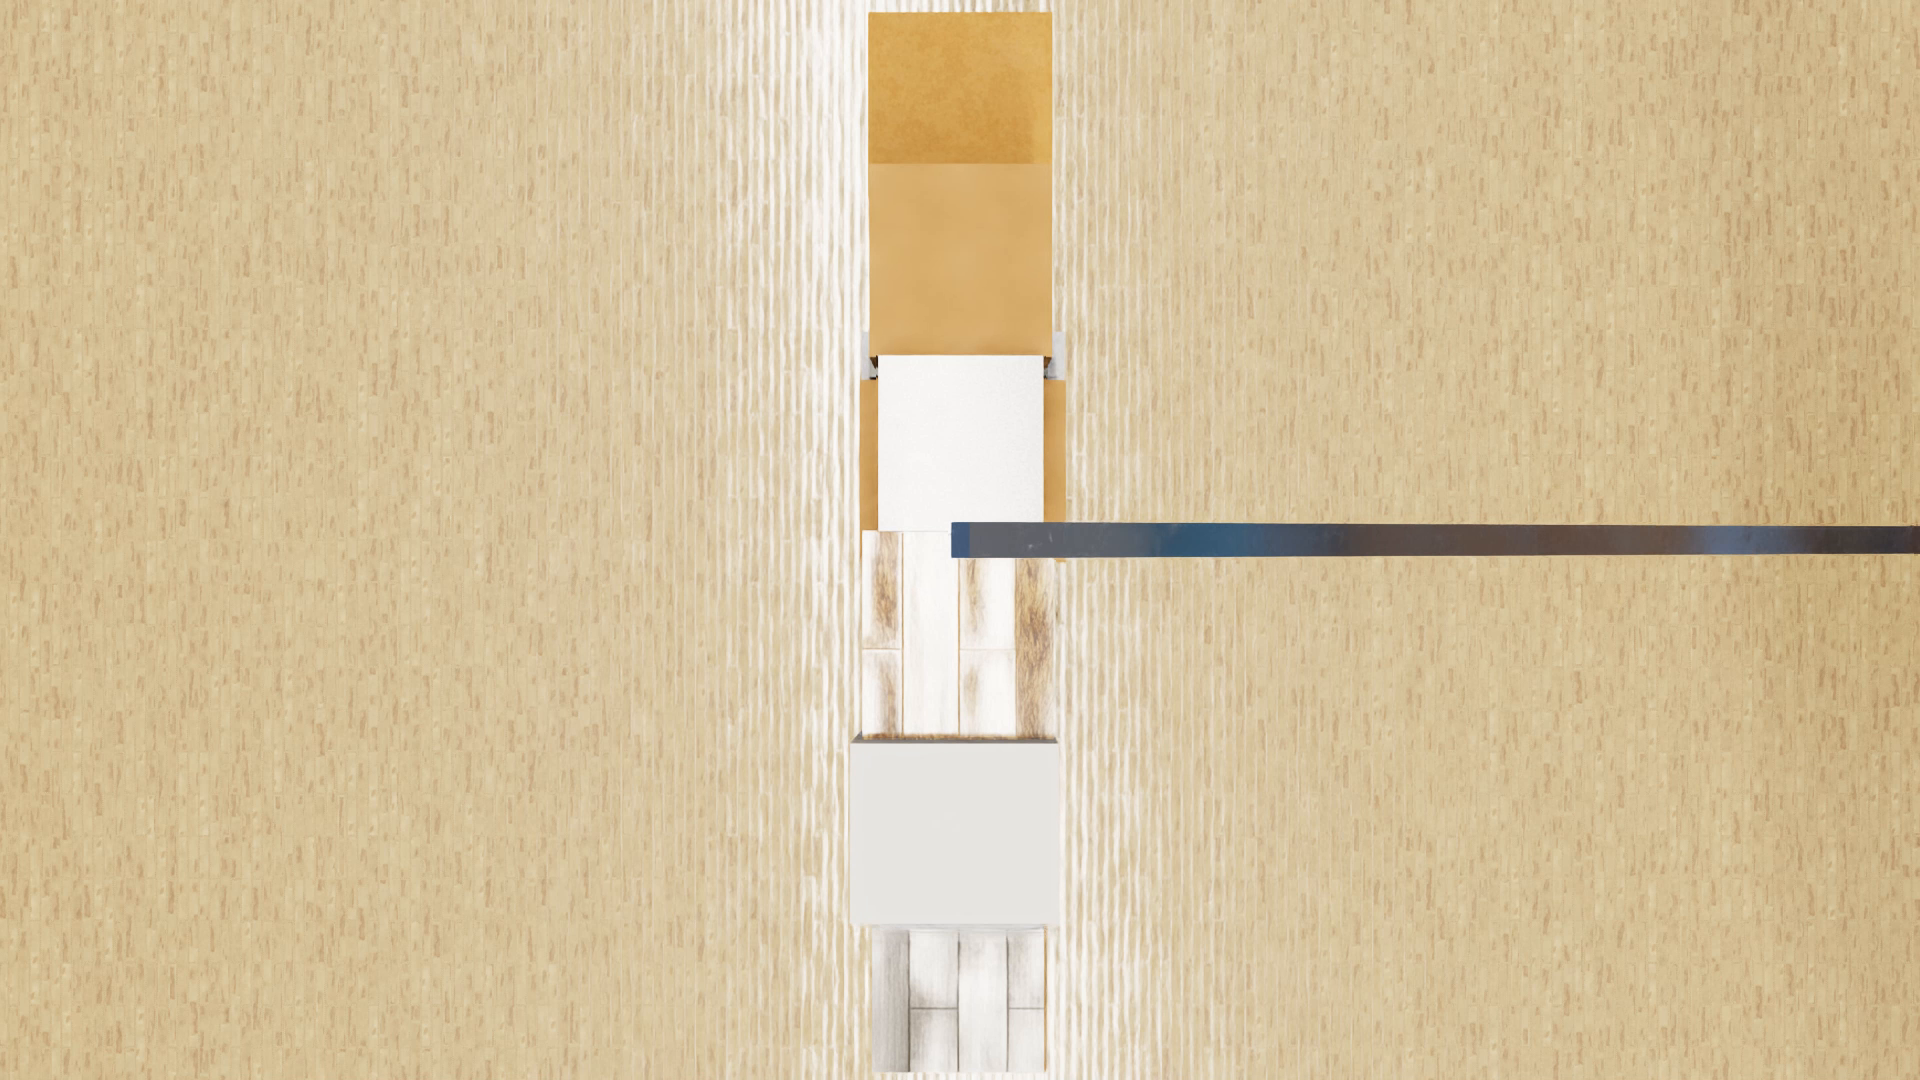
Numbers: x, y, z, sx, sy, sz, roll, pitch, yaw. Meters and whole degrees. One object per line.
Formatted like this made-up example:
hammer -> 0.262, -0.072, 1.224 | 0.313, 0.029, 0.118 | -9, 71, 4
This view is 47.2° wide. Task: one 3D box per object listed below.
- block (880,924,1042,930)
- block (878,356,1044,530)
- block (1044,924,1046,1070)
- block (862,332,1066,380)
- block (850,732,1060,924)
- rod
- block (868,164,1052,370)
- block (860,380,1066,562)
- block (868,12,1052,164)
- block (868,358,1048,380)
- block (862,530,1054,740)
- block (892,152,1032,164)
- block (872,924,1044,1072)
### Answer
block -> 0.008, 1.395, 10.774 | 0.760, 0.884, 0.912 | 0, 87, 0
block -> 0.004, -0.424, 10.091 | 0.724, 0.836, 0.772 | 0, 90, 0
block -> 0.006, 2.494, 12.546 | 0.945, 0.909, 0.833 | 0, 90, 0
block -> 0.017, -0.601, 12.536 | 1.118, 0.929, 1.086 | 0, 90, 0
block -> -0.020, 1.264, 9.854 | 0.891, 0.953, 0.764 | 0, 88, 0
rod -> 2.234, 0.000, 6.149 | 5.200, 0.080, 0.080 | 0, 90, -31
block -> 0.003, -1.247, 10.154 | 0.817, 0.711, 0.861 | 0, 90, 0
block -> 0.014, -0.350, 11.643 | 1.054, 0.857, 0.932 | 0, 90, 0
block -> 0.002, -2.221, 11.691 | 0.943, 0.934, 0.947 | 0, 90, 0
block -> -0.008, -1.284, 11.625 | 0.910, 0.893, 0.911 | 0, 90, 0
block -> -0.008, 0.421, 10.075 | 0.841, 0.775, 0.918 | 0, 90, 0
block -> 0.007, -1.552, 10.845 | 0.669, 0.669, 0.611 | 0, 90, 0
block -> -0.009, 2.250, 11.632 | 0.877, 0.853, 0.913 | 0, 91, 0
